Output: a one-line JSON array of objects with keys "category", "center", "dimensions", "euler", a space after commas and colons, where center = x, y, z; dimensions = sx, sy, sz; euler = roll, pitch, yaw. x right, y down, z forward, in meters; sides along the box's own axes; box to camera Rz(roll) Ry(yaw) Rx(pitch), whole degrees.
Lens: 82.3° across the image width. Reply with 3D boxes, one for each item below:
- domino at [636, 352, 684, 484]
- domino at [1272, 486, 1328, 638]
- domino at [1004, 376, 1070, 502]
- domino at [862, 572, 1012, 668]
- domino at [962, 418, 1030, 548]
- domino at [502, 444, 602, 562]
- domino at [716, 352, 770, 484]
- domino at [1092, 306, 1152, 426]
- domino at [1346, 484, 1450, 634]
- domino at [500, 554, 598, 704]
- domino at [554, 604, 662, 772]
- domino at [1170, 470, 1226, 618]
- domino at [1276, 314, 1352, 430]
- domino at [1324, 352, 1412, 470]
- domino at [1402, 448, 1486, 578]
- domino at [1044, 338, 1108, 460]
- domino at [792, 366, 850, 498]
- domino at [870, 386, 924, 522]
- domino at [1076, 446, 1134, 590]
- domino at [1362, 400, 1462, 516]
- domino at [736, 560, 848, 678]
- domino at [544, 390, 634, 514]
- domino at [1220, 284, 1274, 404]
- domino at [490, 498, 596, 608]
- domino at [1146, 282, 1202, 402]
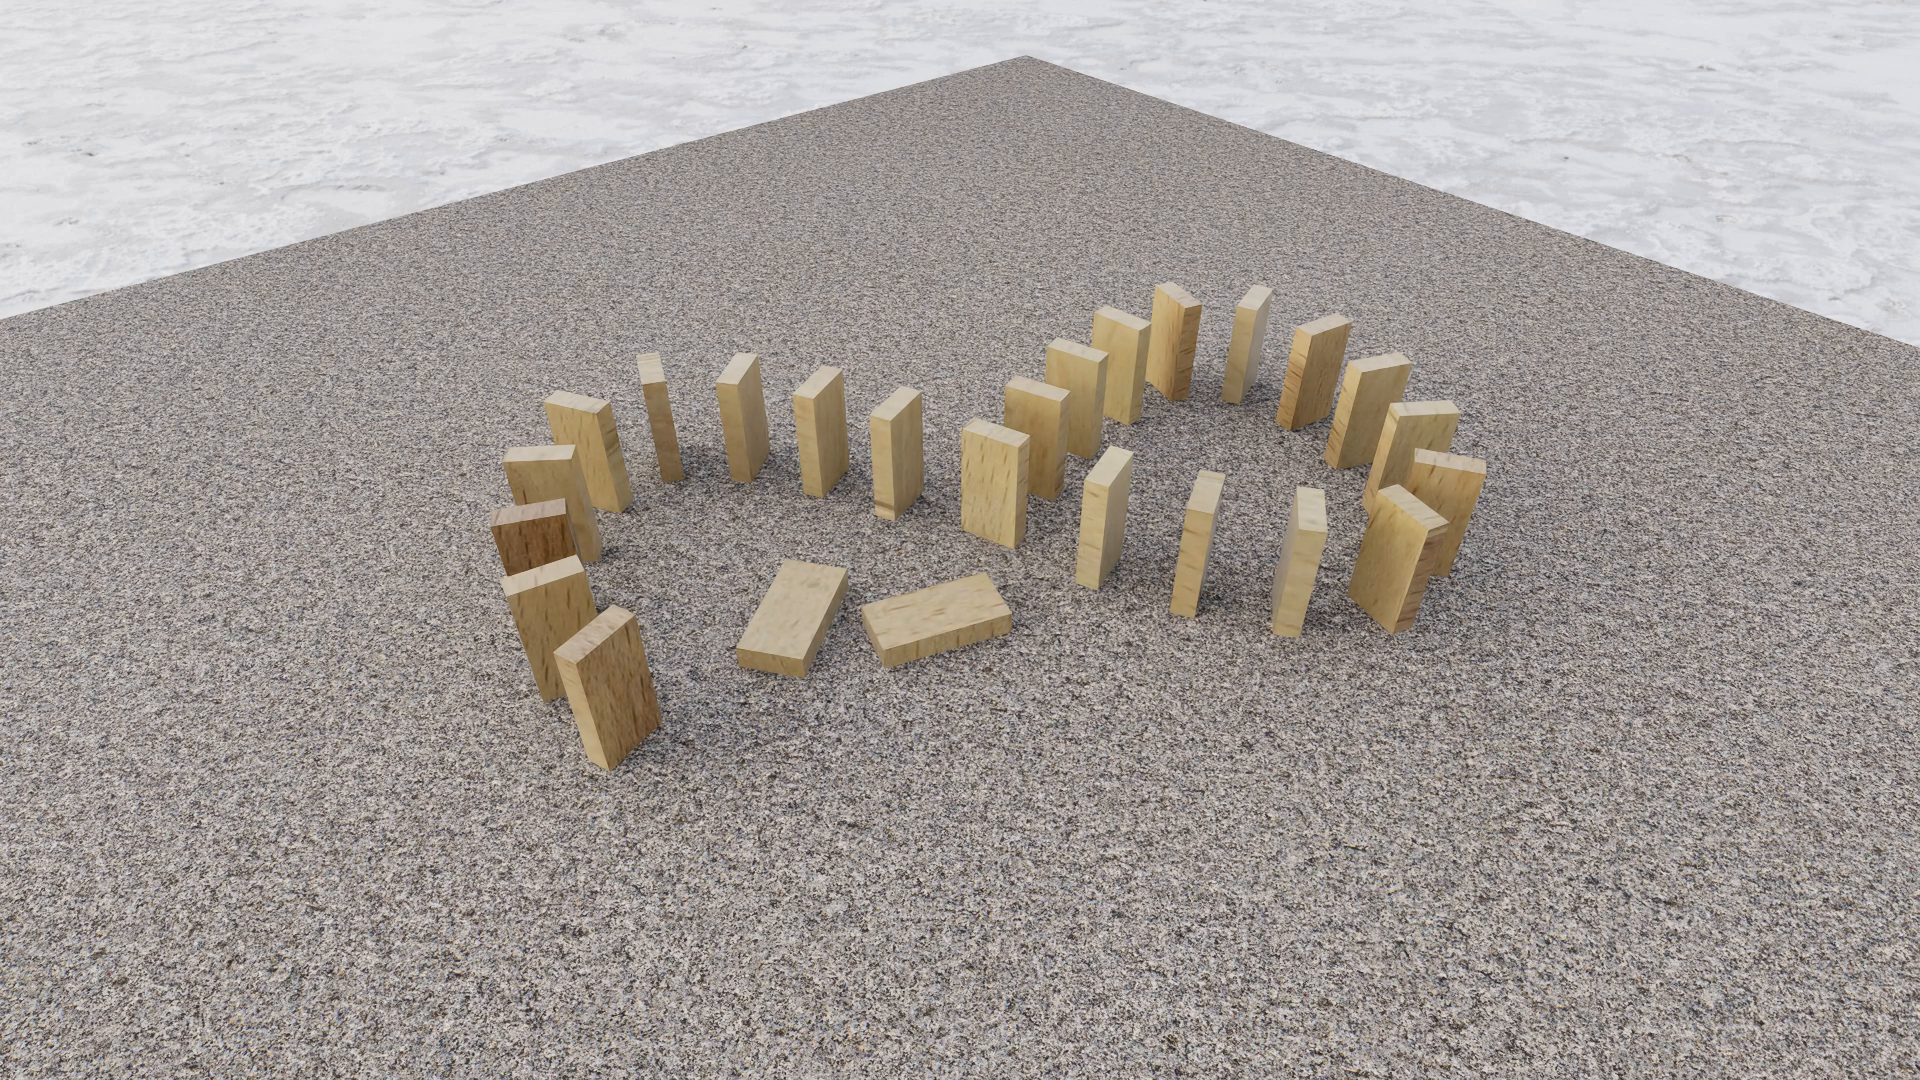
[{"category": "domino", "center": [-0.129, -0.053, 0.476], "dimensions": [0.010, 0.050, 0.025], "euler": [-12, 41, -14]}, {"category": "domino", "center": [0.123, 0.008, 0.401], "dimensions": [0.010, 0.050, 0.025], "euler": [7, 40, 9]}, {"category": "domino", "center": [0.032, -0.042, 0.463], "dimensions": [0.025, 0.050, 0.010], "euler": [20, 43, 22]}, {"category": "domino", "center": [-0.009, 0.029, 0.408], "dimensions": [0.050, 0.010, 0.025], "euler": [-15, 42, -17]}, {"category": "domino", "center": [0.014, -0.022, 0.439], "dimensions": [0.025, 0.050, 0.009], "euler": [21, 44, 23]}, {"category": "domino", "center": [-0.157, -0.013, 0.428], "dimensions": [0.025, 0.050, 0.010], "euler": [-3, 39, -3]}, {"category": "domino", "center": [-0.093, -0.053, 0.476], "dimensions": [0.010, 0.050, 0.025], "euler": [7, 40, 9]}, {"category": "domino", "center": [0.073, -0.081, 0.510], "dimensions": [0.025, 0.050, 0.009], "euler": [31, 48, 32]}, {"category": "domino", "center": [0.159, 0.007, 0.402], "dimensions": [0.010, 0.050, 0.025], "euler": [-17, 42, -20]}, {"category": "domino", "center": [-0.136, 0.031, 0.374], "dimensions": [0.025, 0.050, 0.010], "euler": [-20, 44, -23]}, {"category": "domino", "center": [-0.112, 0.048, 0.353], "dimensions": [0.010, 0.050, 0.025], "euler": [21, 44, 23]}, {"category": "domino", "center": [0.088, 0.002, 0.409], "dimensions": [0.009, 0.050, 0.025], "euler": [13, 41, 16]}, {"category": "domino", "center": [0.162, -0.077, 0.505], "dimensions": [0.025, 0.050, 0.010], "euler": [-21, 44, -24]}, {"category": "domino", "center": [0.177, -0.056, 0.479], "dimensions": [0.025, 0.050, 0.009], "euler": [-12, 41, -14]}, {"category": "domino", "center": [0.182, -0.010, 0.424], "dimensions": [0.025, 0.050, 0.010], "euler": [12, 41, 14]}, {"category": "domino", "center": [0.051, -0.062, 0.488], "dimensions": [0.025, 0.050, 0.010], "euler": [22, 44, 25]}, {"category": "domino", "center": [-0.058, -0.046, 0.467], "dimensions": [0.009, 0.050, 0.025], "euler": [15, 42, 18]}, {"category": "domino", "center": [-0.026, -0.035, 0.455], "dimensions": [0.009, 0.050, 0.025], "euler": [19, 43, 21]}, {"category": "domino", "center": [0.055, -0.008, 0.421], "dimensions": [0.010, 0.050, 0.025], "euler": [19, 43, 21]}, {"category": "domino", "center": [0.185, -0.033, 0.452], "dimensions": [0.025, 0.050, 0.009], "euler": [-3, 39, -4]}, {"category": "domino", "center": [-0.061, 0.028, 0.409], "dimensions": [0.025, 0.010, 0.050], "euler": [9, 40, 10]}, {"category": "domino", "center": [-0.153, -0.036, 0.455], "dimensions": [0.025, 0.050, 0.010], "euler": [13, 41, 16]}, {"category": "domino", "center": [0.137, -0.093, 0.525], "dimensions": [0.010, 0.050, 0.025], "euler": [20, 43, 22]}, {"category": "domino", "center": [-0.151, 0.010, 0.400], "dimensions": [0.025, 0.050, 0.009], "euler": [-11, 41, -13]}, {"category": "domino", "center": [0.102, -0.095, 0.527], "dimensions": [0.010, 0.050, 0.025], "euler": [-16, 42, -19]}]
